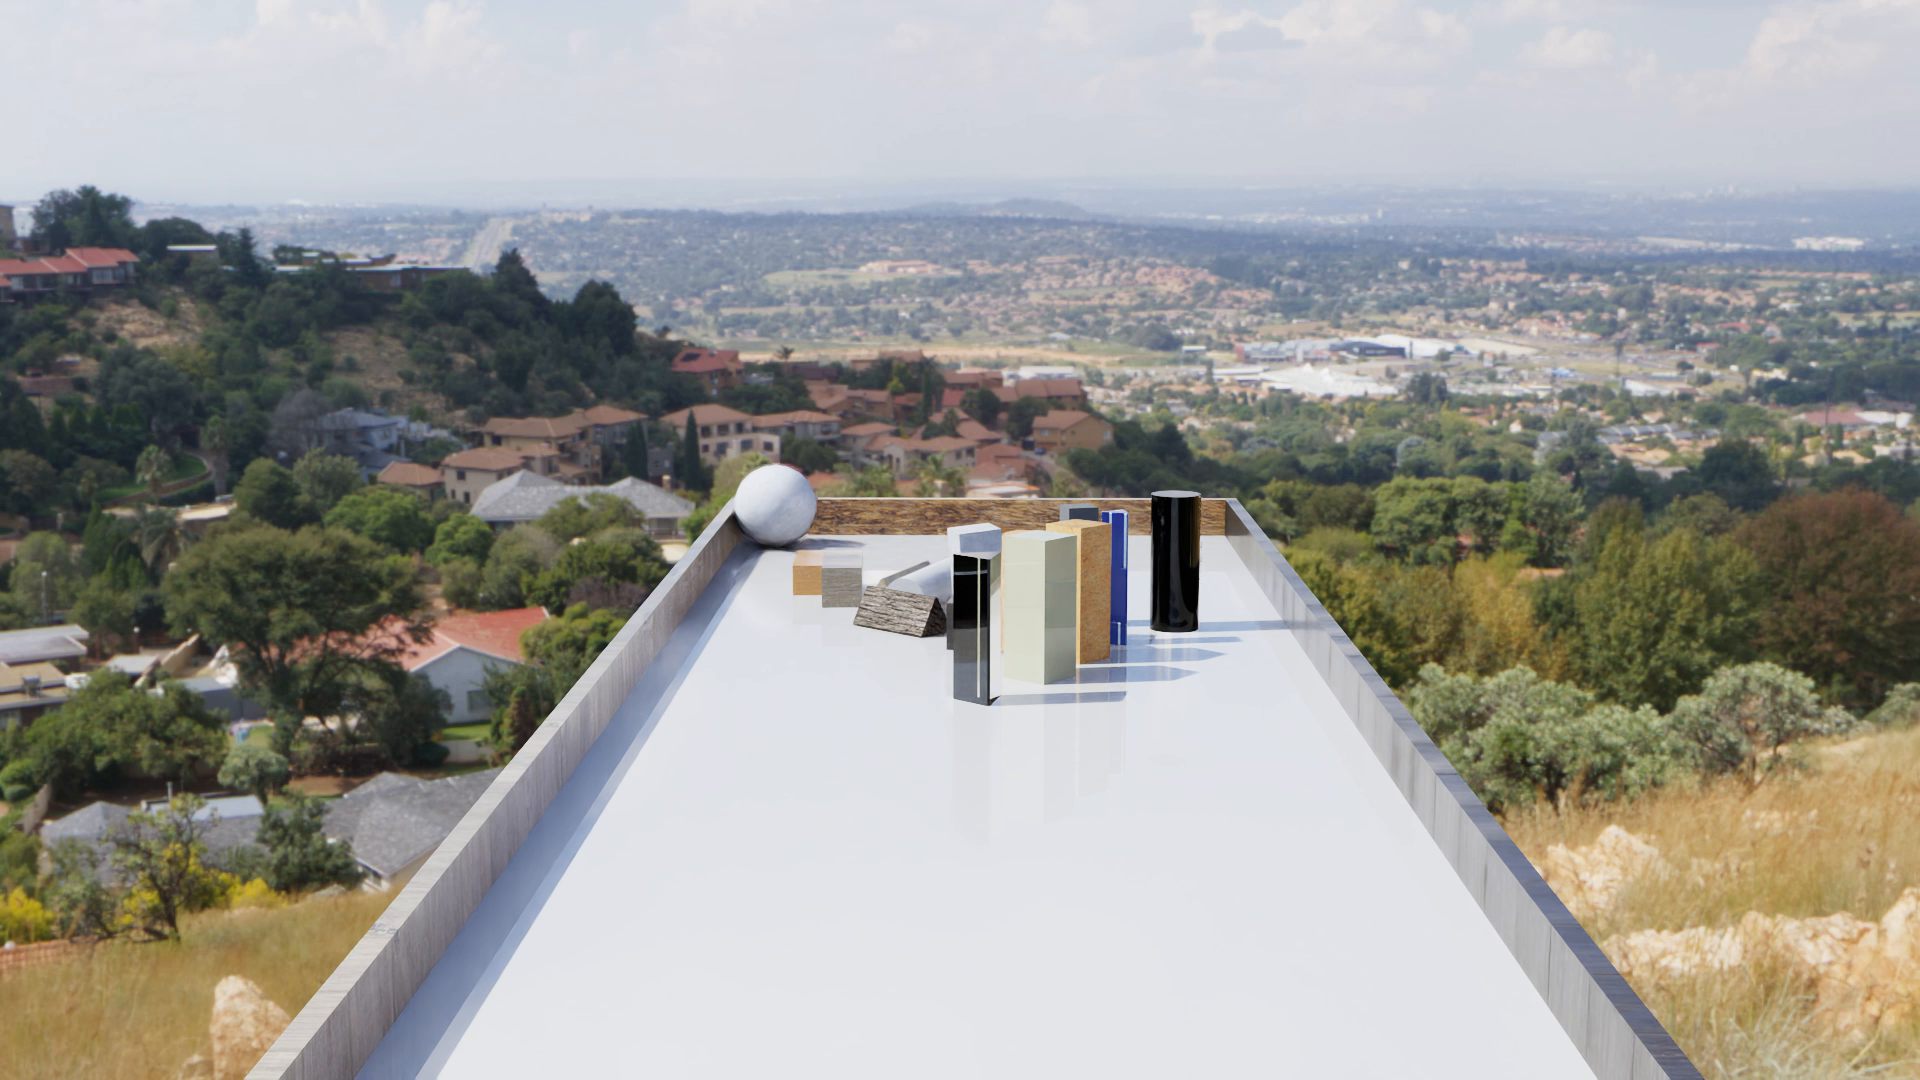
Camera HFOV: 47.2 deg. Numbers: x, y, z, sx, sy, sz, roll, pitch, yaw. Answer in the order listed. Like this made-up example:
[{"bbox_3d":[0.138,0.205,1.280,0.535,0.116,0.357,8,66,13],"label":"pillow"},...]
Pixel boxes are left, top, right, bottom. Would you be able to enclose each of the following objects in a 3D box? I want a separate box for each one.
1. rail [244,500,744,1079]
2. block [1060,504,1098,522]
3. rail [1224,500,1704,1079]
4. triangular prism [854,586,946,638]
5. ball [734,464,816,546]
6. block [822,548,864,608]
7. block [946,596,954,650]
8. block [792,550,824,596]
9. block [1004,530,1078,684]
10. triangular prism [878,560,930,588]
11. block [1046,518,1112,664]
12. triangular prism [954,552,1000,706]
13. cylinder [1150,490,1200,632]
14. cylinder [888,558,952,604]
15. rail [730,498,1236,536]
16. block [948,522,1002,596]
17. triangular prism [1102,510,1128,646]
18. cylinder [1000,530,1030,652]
[{"bbox_3d":[-1.004,0.839,3.234,0.050,0.150,12.000,0,9,1],"label":"rail"},{"bbox_3d":[0.389,0.084,7.213,0.100,0.396,0.100,-2,9,-15],"label":"block"},{"bbox_3d":[1.046,0.843,3.208,0.050,0.150,12.000,0,9,1],"label":"rail"},{"bbox_3d":[-0.190,0.226,7.173,0.314,0.121,0.140,8,13,43],"label":"triangular prism"},{"bbox_3d":[-0.742,-0.138,8.833,0.328,0.328,0.328,0,9,0],"label":"ball"},{"bbox_3d":[-0.413,0.129,7.759,0.137,0.137,0.449,0,9,-2],"label":"block"},{"bbox_3d":[0.061,0.242,7.007,0.149,0.149,0.371,1,9,9],"label":"block"},{"bbox_3d":[-0.541,0.116,7.936,0.106,0.106,0.341,0,9,-1],"label":"block"},{"bbox_3d":[0.235,0.195,6.435,0.151,0.421,0.151,8,12,40],"label":"block"},{"bbox_3d":[-0.190,0.157,7.635,0.132,0.114,0.404,4,10,21],"label":"triangular prism"},{"bbox_3d":[0.360,0.155,6.701,0.140,0.416,0.140,9,12,44],"label":"block"},{"bbox_3d":[0.072,0.243,6.157,0.137,0.413,0.118,9,12,43],"label":"triangular prism"},{"bbox_3d":[0.700,0.069,7.159,0.161,0.443,0.161,0,9,0],"label":"cylinder"},{"bbox_3d":[-0.107,0.163,7.526,0.142,0.142,0.455,3,10,20],"label":"cylinder"},{"bbox_3d":[0.099,-0.098,9.147,2.100,0.150,0.050,0,9,1],"label":"rail"},{"bbox_3d":[0.058,0.113,7.275,0.143,0.309,0.143,-7,11,-15],"label":"block"},{"bbox_3d":[0.499,0.116,6.936,0.087,0.420,0.075,4,10,24],"label":"triangular prism"},{"bbox_3d":[0.204,0.162,6.796,0.161,0.358,0.161,2,14,-1],"label":"cylinder"}]
